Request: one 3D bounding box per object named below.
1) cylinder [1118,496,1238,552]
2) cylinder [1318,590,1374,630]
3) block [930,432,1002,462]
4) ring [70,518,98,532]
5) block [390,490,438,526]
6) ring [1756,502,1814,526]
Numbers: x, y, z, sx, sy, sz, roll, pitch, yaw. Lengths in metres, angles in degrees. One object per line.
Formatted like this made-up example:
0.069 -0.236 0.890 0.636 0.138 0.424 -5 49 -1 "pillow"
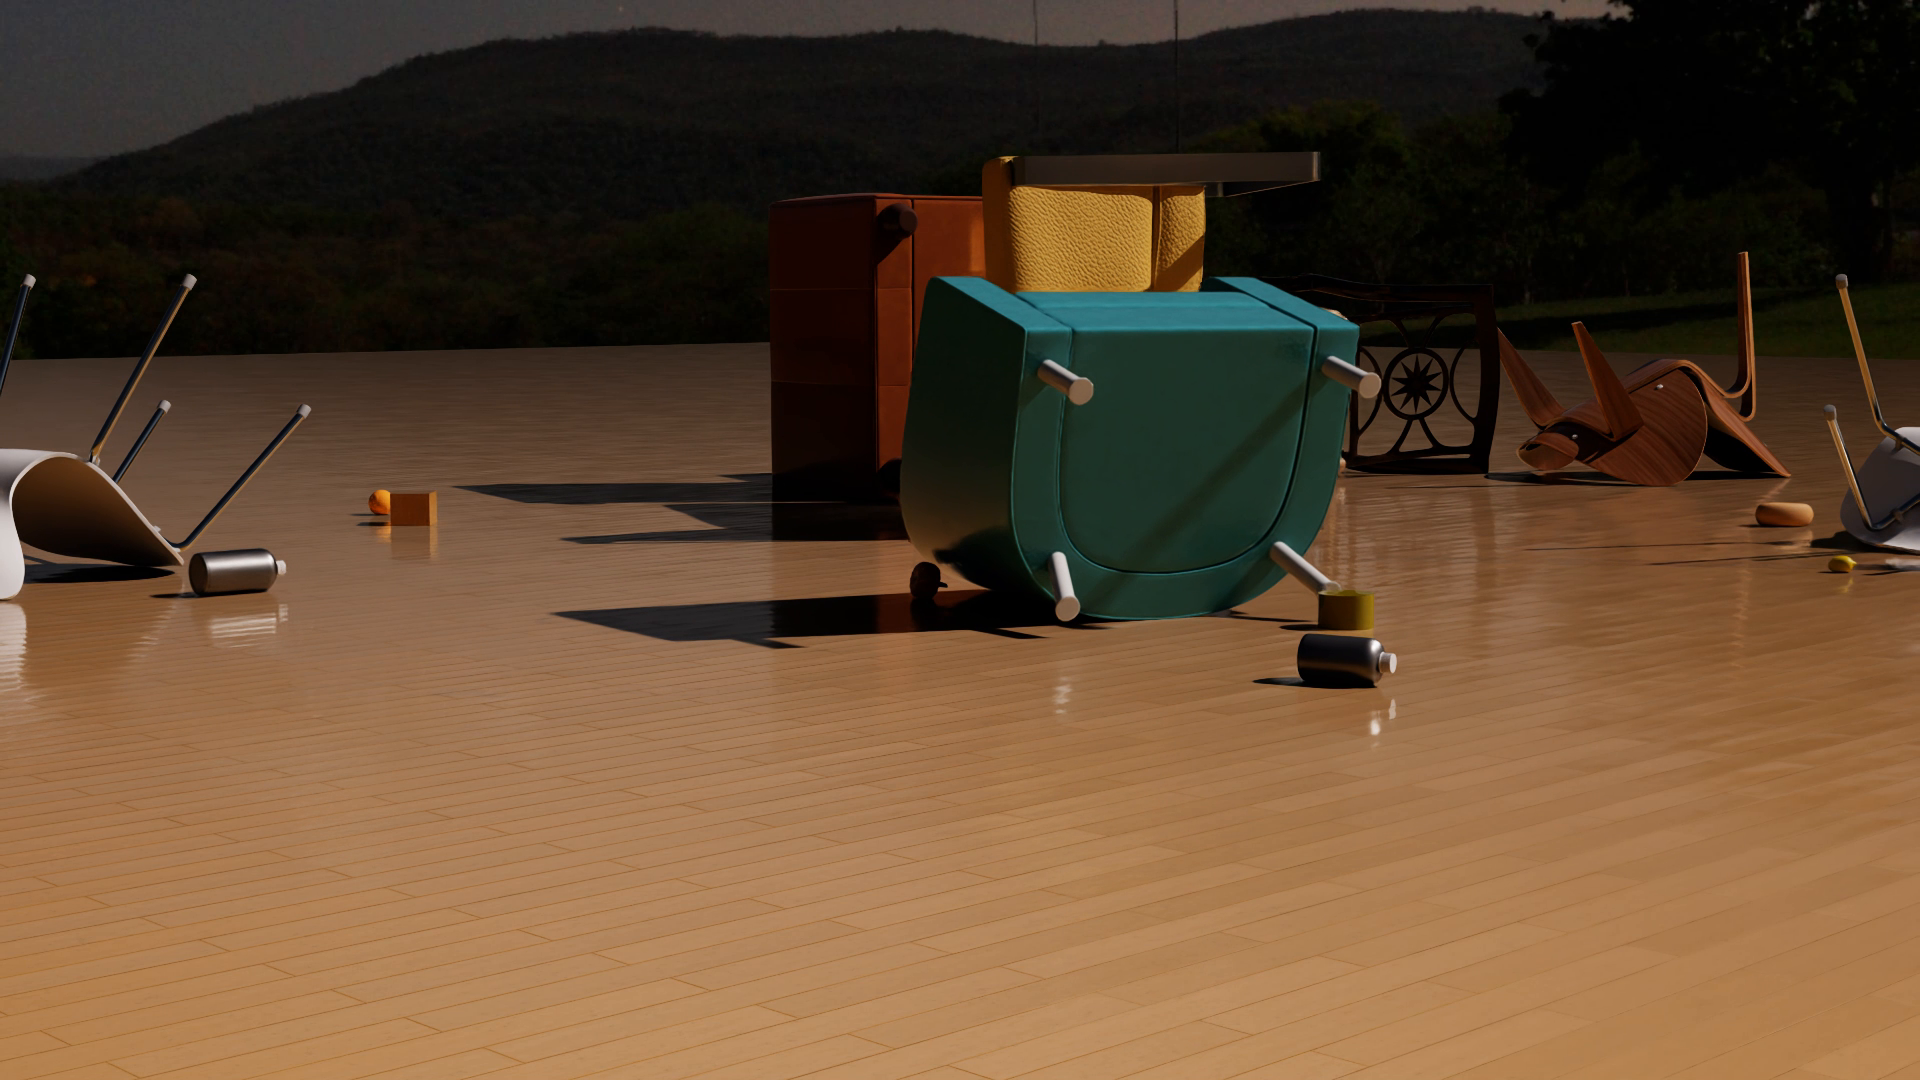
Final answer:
0.527 -0.039 6.189 0.247 0.123 0.192 2 11 19 "cylinder"
0.725 0.132 4.817 0.105 0.065 0.094 -1 6 -7 "cylinder"
0.021 -0.333 9.214 0.219 0.088 0.132 5 7 38 "block"
-2.267 -0.040 6.644 0.072 0.033 0.066 3 8 13 "ring"
-1.452 -0.085 6.820 0.103 0.085 0.105 0 6 -1 "block"
2.177 -0.067 6.773 0.161 0.060 0.091 0 4 -12 "ring"
